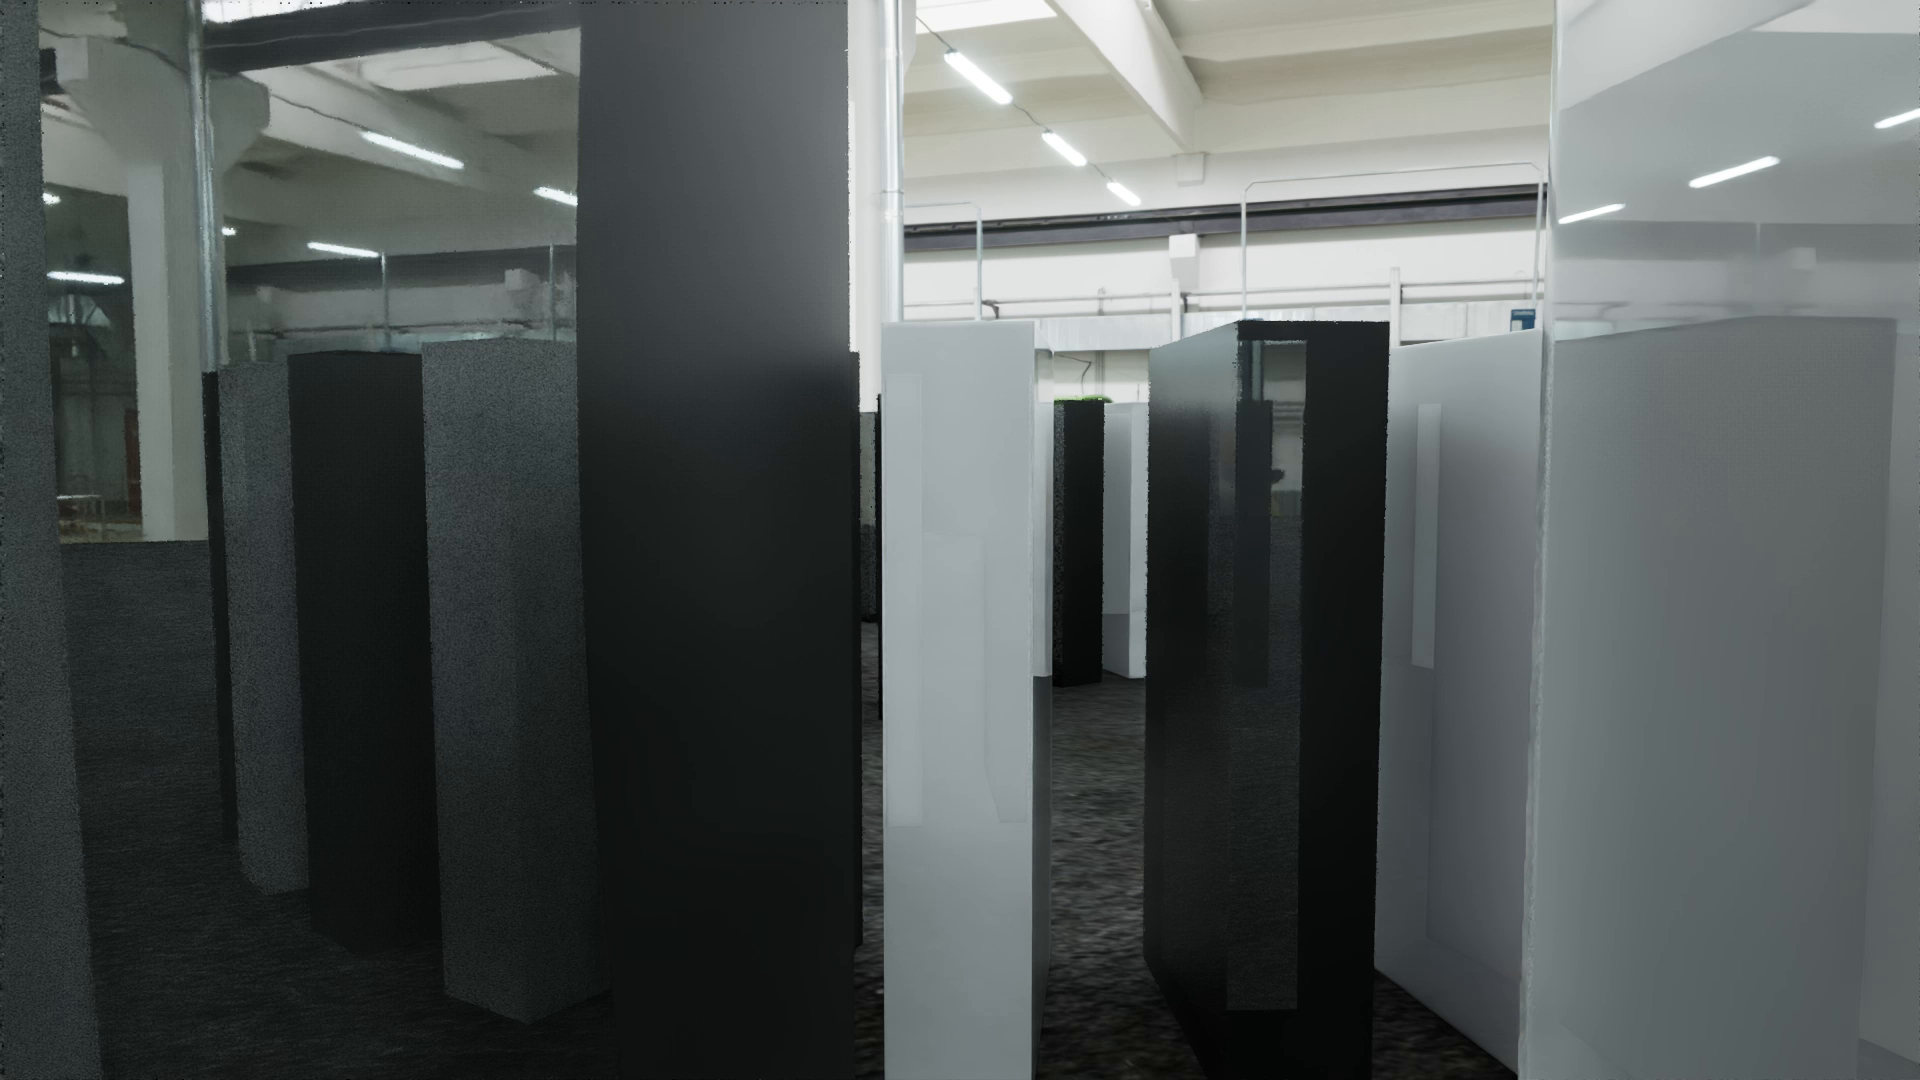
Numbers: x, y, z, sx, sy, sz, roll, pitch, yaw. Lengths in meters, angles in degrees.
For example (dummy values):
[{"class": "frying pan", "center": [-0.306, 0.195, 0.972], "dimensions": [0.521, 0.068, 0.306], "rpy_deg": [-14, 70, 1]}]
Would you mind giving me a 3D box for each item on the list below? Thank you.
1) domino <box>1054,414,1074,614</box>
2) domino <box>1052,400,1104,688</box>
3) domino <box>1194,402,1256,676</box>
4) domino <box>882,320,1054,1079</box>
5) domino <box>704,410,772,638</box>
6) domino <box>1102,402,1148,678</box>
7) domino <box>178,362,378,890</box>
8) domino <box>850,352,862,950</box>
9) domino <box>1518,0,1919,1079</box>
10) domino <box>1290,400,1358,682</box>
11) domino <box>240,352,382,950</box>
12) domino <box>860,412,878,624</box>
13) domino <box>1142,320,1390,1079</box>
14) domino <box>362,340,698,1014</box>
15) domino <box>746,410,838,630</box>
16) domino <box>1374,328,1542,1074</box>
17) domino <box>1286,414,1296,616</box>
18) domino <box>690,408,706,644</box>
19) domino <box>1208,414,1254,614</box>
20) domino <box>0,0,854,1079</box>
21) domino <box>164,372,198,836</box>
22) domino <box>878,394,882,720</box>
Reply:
[{"class": "domino", "center": [0.031, -0.007, 0.334], "dimensions": [0.009, 0.050, 0.025], "rpy_deg": [0, 4, -3]}, {"class": "domino", "center": [0.014, 0.000, 0.235], "dimensions": [0.009, 0.050, 0.025], "rpy_deg": [-3, 5, -37]}, {"class": "domino", "center": [0.050, -0.001, 0.246], "dimensions": [0.009, 0.050, 0.025], "rpy_deg": [1, 4, 8]}, {"class": "domino", "center": [0.001, 0.011, 0.093], "dimensions": [0.009, 0.050, 0.025], "rpy_deg": [1, 4, 7]}, {"class": "domino", "center": [-0.054, -0.004, 0.292], "dimensions": [0.025, 0.050, 0.009], "rpy_deg": [4, 6, 44]}, {"class": "domino", "center": [0.031, -0.001, 0.244], "dimensions": [0.009, 0.050, 0.025], "rpy_deg": [-1, 5, -19]}, {"class": "domino", "center": [-0.064, 0.008, 0.132], "dimensions": [0.025, 0.050, 0.009], "rpy_deg": [-4, 6, -41]}, {"class": "domino", "center": [-0.017, 0.010, 0.098], "dimensions": [0.009, 0.050, 0.025], "rpy_deg": [2, 5, 22]}, {"class": "domino", "center": [0.009, 0.017, 0.002], "dimensions": [0.009, 0.050, 0.025], "rpy_deg": [1, 4, 7]}, {"class": "domino", "center": [0.069, 0.000, 0.240], "dimensions": [0.009, 0.050, 0.025], "rpy_deg": [2, 5, 22]}, {"class": "domino", "center": [-0.050, 0.009, 0.119], "dimensions": [0.009, 0.050, 0.025], "rpy_deg": [4, 6, 40]}, {"class": "domino", "center": [-0.024, -0.006, 0.316], "dimensions": [0.009, 0.050, 0.025], "rpy_deg": [-3, 5, -32]}, {"class": "domino", "center": [0.021, 0.011, 0.093], "dimensions": [0.009, 0.050, 0.025], "rpy_deg": [0, 4, -4]}, {"class": "domino", "center": [-0.035, 0.010, 0.107], "dimensions": [0.009, 0.050, 0.025], "rpy_deg": [3, 5, 33]}, {"class": "domino", "center": [-0.040, -0.005, 0.305], "dimensions": [0.009, 0.050, 0.025], "rpy_deg": [-3, 6, -39]}, {"class": "domino", "center": [0.040, 0.010, 0.096], "dimensions": [0.009, 0.050, 0.025], "rpy_deg": [-1, 4, -13]}, {"class": "domino", "center": [0.089, -0.007, 0.328], "dimensions": [0.009, 0.050, 0.025], "rpy_deg": [1, 4, 15]}, {"class": "domino", "center": [-0.067, -0.003, 0.277], "dimensions": [0.025, 0.050, 0.009], "rpy_deg": [3, 5, 37]}, {"class": "domino", "center": [0.070, -0.007, 0.332], "dimensions": [0.009, 0.050, 0.025], "rpy_deg": [1, 4, 9]}, {"class": "domino", "center": [-0.010, 0.017, 0.006], "dimensions": [0.010, 0.050, 0.025], "rpy_deg": [1, 4, 17]}, {"class": "domino", "center": [-0.076, 0.006, 0.148], "dimensions": [0.025, 0.050, 0.009], "rpy_deg": [-3, 5, -31]}, {"class": "domino", "center": [0.000, 0.002, 0.201], "dimensions": [0.025, 0.050, 0.009], "rpy_deg": [0, 4, 0]}]
